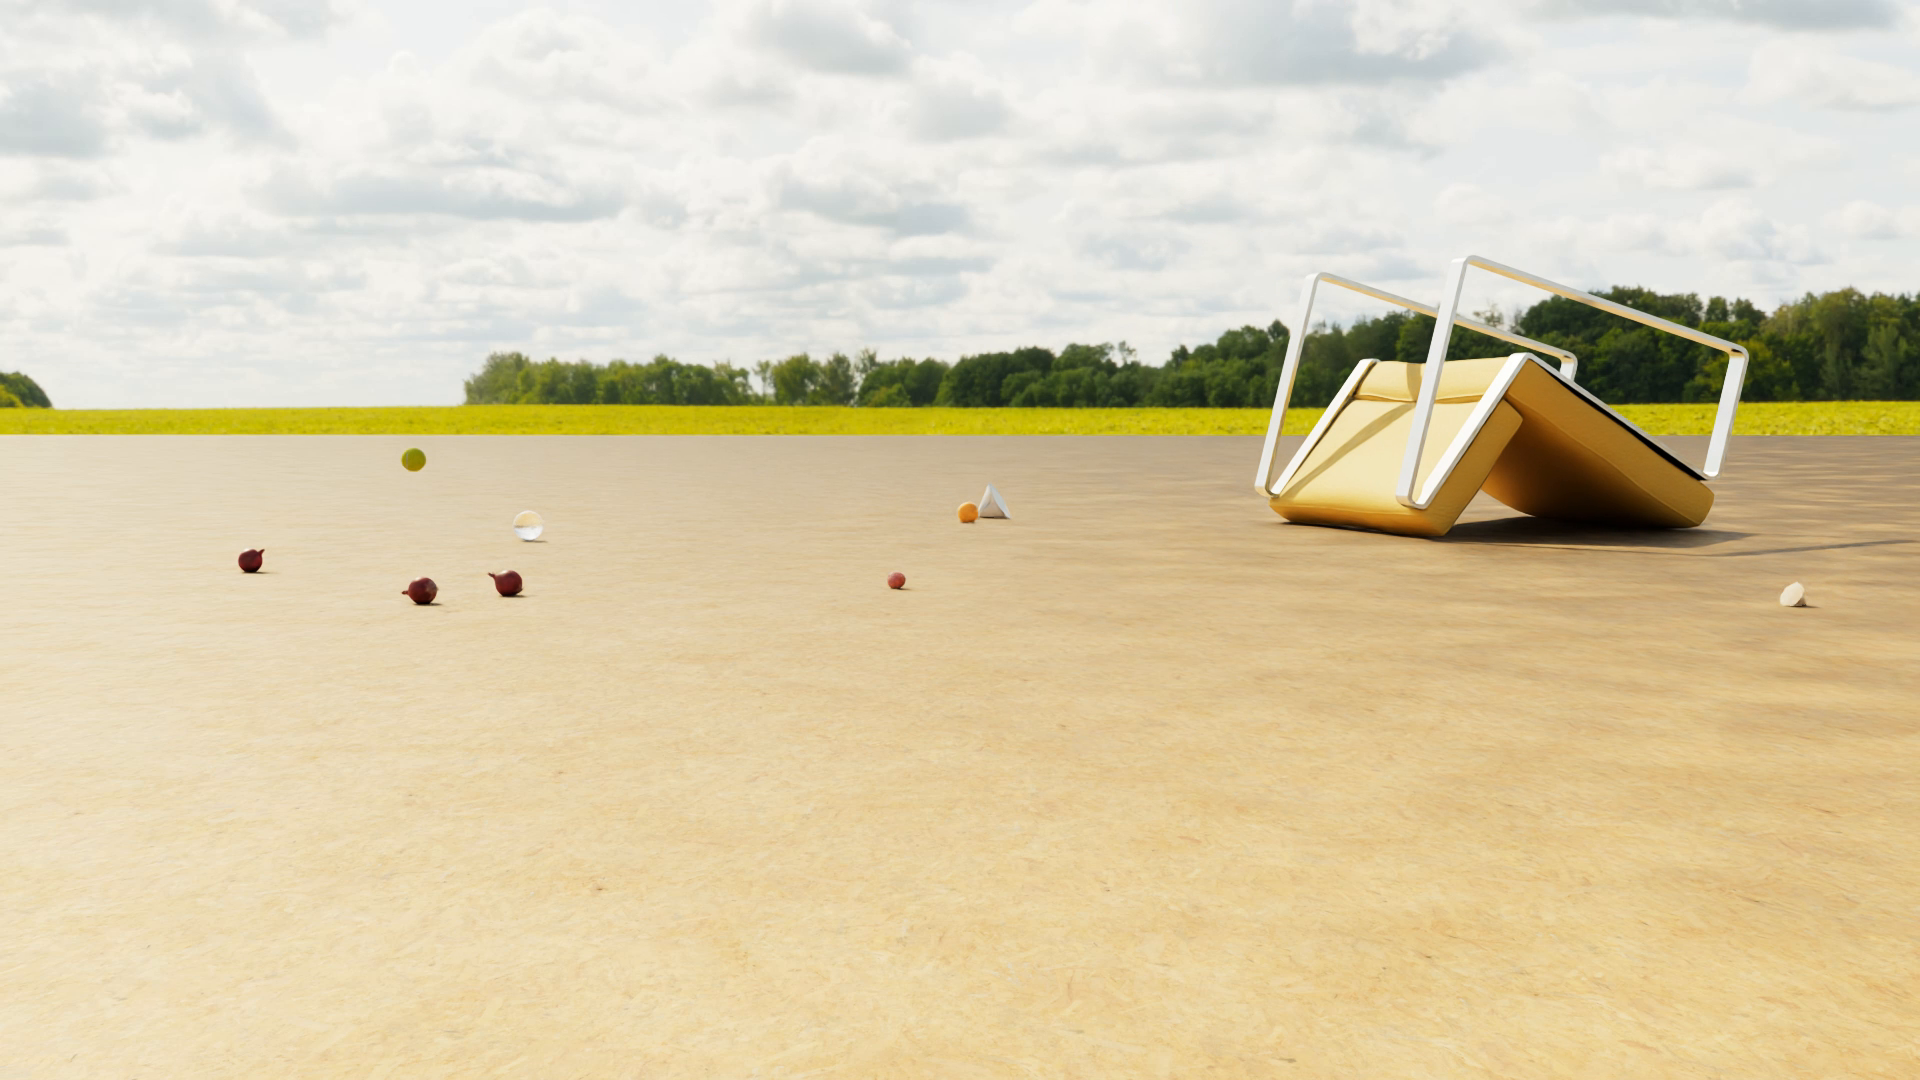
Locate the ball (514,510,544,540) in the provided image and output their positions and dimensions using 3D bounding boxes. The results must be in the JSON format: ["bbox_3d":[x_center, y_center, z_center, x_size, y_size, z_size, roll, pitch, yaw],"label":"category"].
[{"bbox_3d":[-1.278,-0.042,6.512,0.089,0.089,0.089,0,4,0],"label":"ball"}]

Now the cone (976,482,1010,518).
[{"bbox_3d":[0.095,-0.108,7.671,0.107,0.176,0.116,-35,-48,12],"label":"cone"}]

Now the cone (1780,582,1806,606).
[{"bbox_3d":[1.740,0.125,4.558,0.041,0.056,0.071,35,13,-13],"label":"cone"}]
